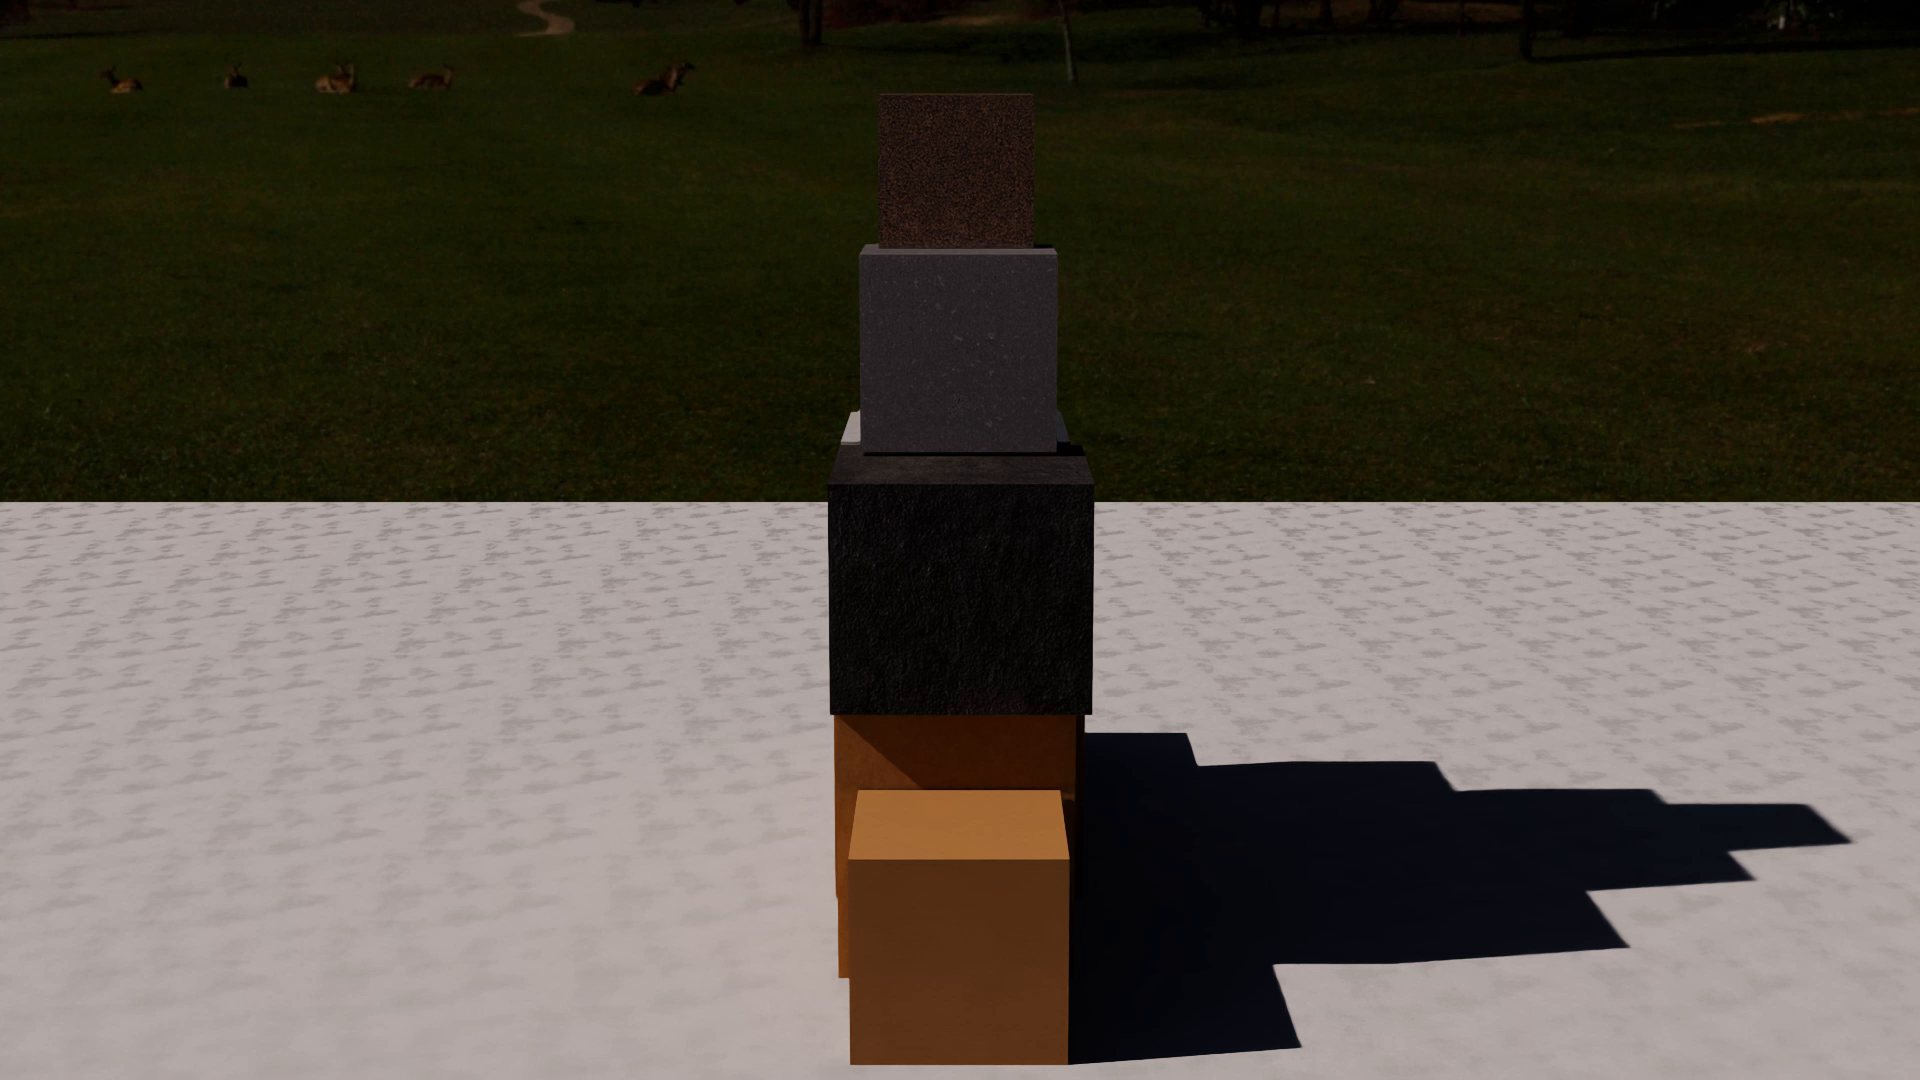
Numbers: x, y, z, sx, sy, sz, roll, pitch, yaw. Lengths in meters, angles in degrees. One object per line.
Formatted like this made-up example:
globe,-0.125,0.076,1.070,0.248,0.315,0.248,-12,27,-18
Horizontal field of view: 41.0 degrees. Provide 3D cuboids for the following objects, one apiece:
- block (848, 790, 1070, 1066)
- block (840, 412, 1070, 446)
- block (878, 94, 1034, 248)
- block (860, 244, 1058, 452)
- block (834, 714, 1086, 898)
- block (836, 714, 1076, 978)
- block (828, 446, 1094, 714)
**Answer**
block,-0.004,1.427,9.573,0.782,0.768,0.890,0,10,0
block,-0.018,-0.050,11.273,0.956,0.907,1.010,0,10,0
block,-0.016,-1.573,10.917,0.643,0.626,0.668,0,9,0
block,-0.006,-0.807,10.653,0.792,0.795,0.721,0,10,0
block,-0.002,0.932,11.427,1.070,1.076,0.915,0,10,0
block,-0.015,1.102,10.479,0.925,1.083,0.990,0,10,0
block,0.004,0.138,10.253,1.006,0.894,1.035,0,10,0
